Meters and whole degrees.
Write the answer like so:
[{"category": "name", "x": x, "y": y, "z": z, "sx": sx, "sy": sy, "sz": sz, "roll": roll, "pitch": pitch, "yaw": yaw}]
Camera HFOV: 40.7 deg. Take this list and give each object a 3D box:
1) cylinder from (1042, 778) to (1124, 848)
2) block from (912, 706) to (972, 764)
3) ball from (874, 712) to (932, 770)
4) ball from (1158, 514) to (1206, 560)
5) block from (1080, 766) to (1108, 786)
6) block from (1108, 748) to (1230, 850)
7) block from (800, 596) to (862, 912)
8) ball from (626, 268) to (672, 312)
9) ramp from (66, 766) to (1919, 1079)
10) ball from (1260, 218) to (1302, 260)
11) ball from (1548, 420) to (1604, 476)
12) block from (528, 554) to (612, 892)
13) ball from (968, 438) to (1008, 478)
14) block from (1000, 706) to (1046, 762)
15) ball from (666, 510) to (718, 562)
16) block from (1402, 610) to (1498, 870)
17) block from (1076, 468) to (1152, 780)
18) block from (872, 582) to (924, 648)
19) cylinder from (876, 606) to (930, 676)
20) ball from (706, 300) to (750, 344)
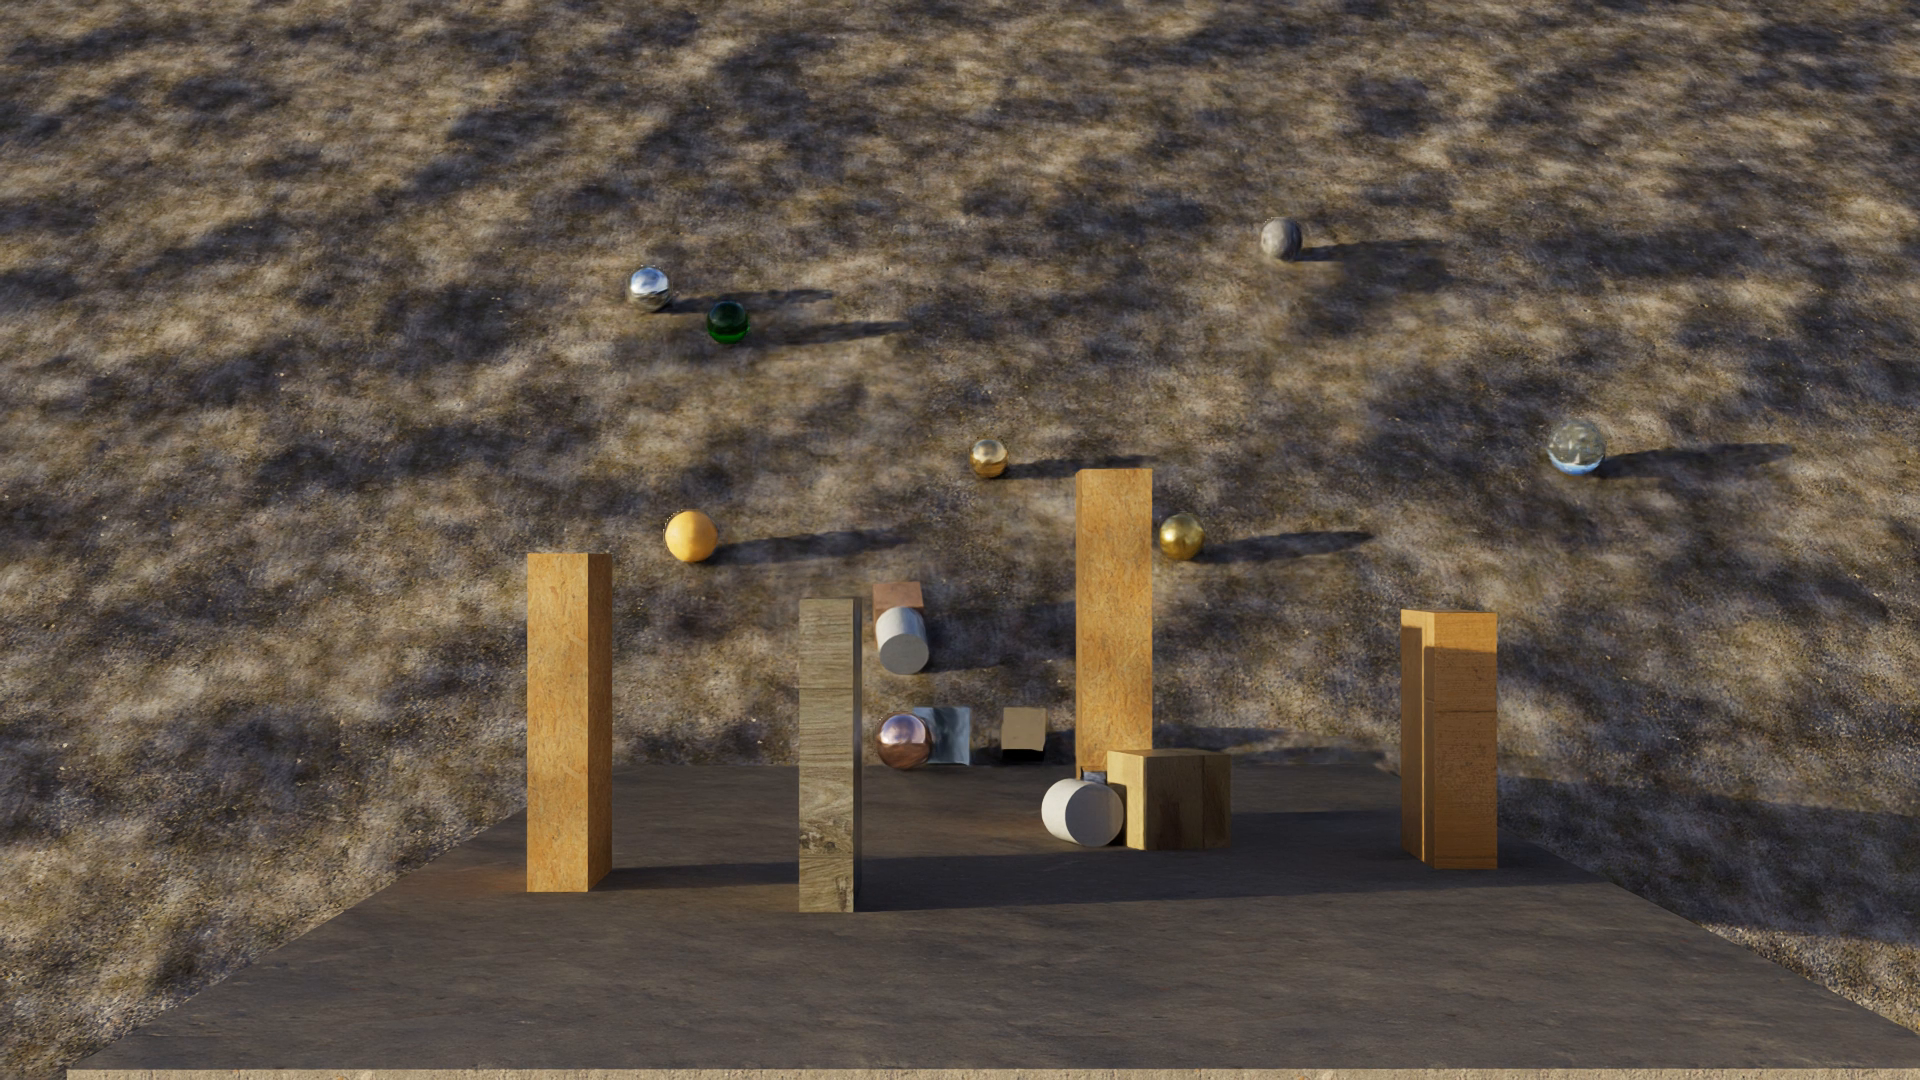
[{"category": "cylinder", "x": 0.229, "y": 0.509, "z": 4.839, "sx": 0.118, "sy": 0.118, "sz": 0.118, "roll": -12, "pitch": 4, "yaw": -19}, {"category": "block", "x": -0.047, "y": 0.511, "z": 6.779, "sx": 0.147, "sy": 0.147, "sz": 0.147, "roll": 1, "pitch": -4, "yaw": 2}, {"category": "ball", "x": -0.143, "y": 0.509, "z": 6.547, "sx": 0.145, "sy": 0.145, "sz": 0.145, "roll": 0, "pitch": 31, "yaw": 0}, {"category": "ball", "x": 0.659, "y": -0.008, "z": 7.697, "sx": 0.139, "sy": 0.139, "sz": 0.139, "roll": 0, "pitch": 31, "yaw": 0}, {"category": "block", "x": 0.300, "y": 0.504, "z": 4.979, "sx": 0.129, "sy": 0.129, "sz": 0.129, "roll": 0, "pitch": 0, "yaw": 0}, {"category": "block", "x": 0.389, "y": 0.482, "z": 4.833, "sx": 0.171, "sy": 0.171, "sz": 0.171, "roll": 0, "pitch": 0, "yaw": -22}, {"category": "block", "x": -0.201, "y": 0.326, "z": 4.068, "sx": 0.081, "sy": 0.471, "sz": 0.339, "roll": 0, "pitch": 0, "yaw": 0}, {"category": "ball", "x": -1.094, "y": -0.881, "z": 9.119, "sx": 0.156, "sy": 0.156, "sz": 0.156, "roll": 0, "pitch": 31, "yaw": 0}, {"category": "ramp", "x": 0.070, "y": 0.617, "z": 4.694, "sx": 2.000, "sy": 0.100, "sz": 4.000, "roll": 0, "pitch": 0, "yaw": 0}, {"category": "ball", "x": 1.177, "y": -1.102, "z": 9.487, "sx": 0.151, "sy": 0.151, "sz": 0.151, "roll": 0, "pitch": 31, "yaw": 0}, {"category": "ball", "x": 1.933, "y": -0.289, "z": 8.127, "sx": 0.175, "sy": 0.175, "sz": 0.175, "roll": 0, "pitch": 31, "yaw": 0}, {"category": "block", "x": -0.644, "y": 0.293, "z": 4.291, "sx": 0.097, "sy": 0.541, "sz": 0.292, "roll": 0, "pitch": 0, "yaw": 0}, {"category": "ball", "x": 0.090, "y": -0.256, "z": 8.120, "sx": 0.126, "sy": 0.126, "sz": 0.126, "roll": 0, "pitch": 31, "yaw": 0}, {"category": "block", "x": 0.168, "y": 0.513, "z": 6.819, "sx": 0.113, "sy": 0.113, "sz": 0.113, "roll": 3, "pitch": 70, "yaw": 3}, {"category": "ball", "x": -0.795, "y": -0.010, "z": 7.686, "sx": 0.155, "sy": 0.155, "sz": 0.155, "roll": 0, "pitch": 31, "yaw": 0}, {"category": "block", "x": 0.867, "y": 0.346, "z": 4.609, "sx": 0.107, "sy": 0.439, "sz": 0.333, "roll": 0, "pitch": 0, "yaw": 0}, {"category": "block", "x": 0.306, "y": 0.216, "z": 5.180, "sx": 0.137, "sy": 0.708, "sz": 0.267, "roll": 0, "pitch": 0, "yaw": 0}, {"category": "block", "x": -0.175, "y": 0.212, "z": 7.339, "sx": 0.134, "sy": 0.134, "sz": 0.134, "roll": -3, "pitch": 31, "yaw": -5}, {"category": "cylinder", "x": -0.161, "y": 0.281, "z": 7.222, "sx": 0.138, "sy": 0.138, "sz": 0.138, "roll": -3, "pitch": 31, "yaw": -5}, {"category": "ball", "x": -0.798, "y": -0.749, "z": 8.908, "sx": 0.149, "sy": 0.149, "sz": 0.149, "roll": 0, "pitch": 31, "yaw": 0}]
